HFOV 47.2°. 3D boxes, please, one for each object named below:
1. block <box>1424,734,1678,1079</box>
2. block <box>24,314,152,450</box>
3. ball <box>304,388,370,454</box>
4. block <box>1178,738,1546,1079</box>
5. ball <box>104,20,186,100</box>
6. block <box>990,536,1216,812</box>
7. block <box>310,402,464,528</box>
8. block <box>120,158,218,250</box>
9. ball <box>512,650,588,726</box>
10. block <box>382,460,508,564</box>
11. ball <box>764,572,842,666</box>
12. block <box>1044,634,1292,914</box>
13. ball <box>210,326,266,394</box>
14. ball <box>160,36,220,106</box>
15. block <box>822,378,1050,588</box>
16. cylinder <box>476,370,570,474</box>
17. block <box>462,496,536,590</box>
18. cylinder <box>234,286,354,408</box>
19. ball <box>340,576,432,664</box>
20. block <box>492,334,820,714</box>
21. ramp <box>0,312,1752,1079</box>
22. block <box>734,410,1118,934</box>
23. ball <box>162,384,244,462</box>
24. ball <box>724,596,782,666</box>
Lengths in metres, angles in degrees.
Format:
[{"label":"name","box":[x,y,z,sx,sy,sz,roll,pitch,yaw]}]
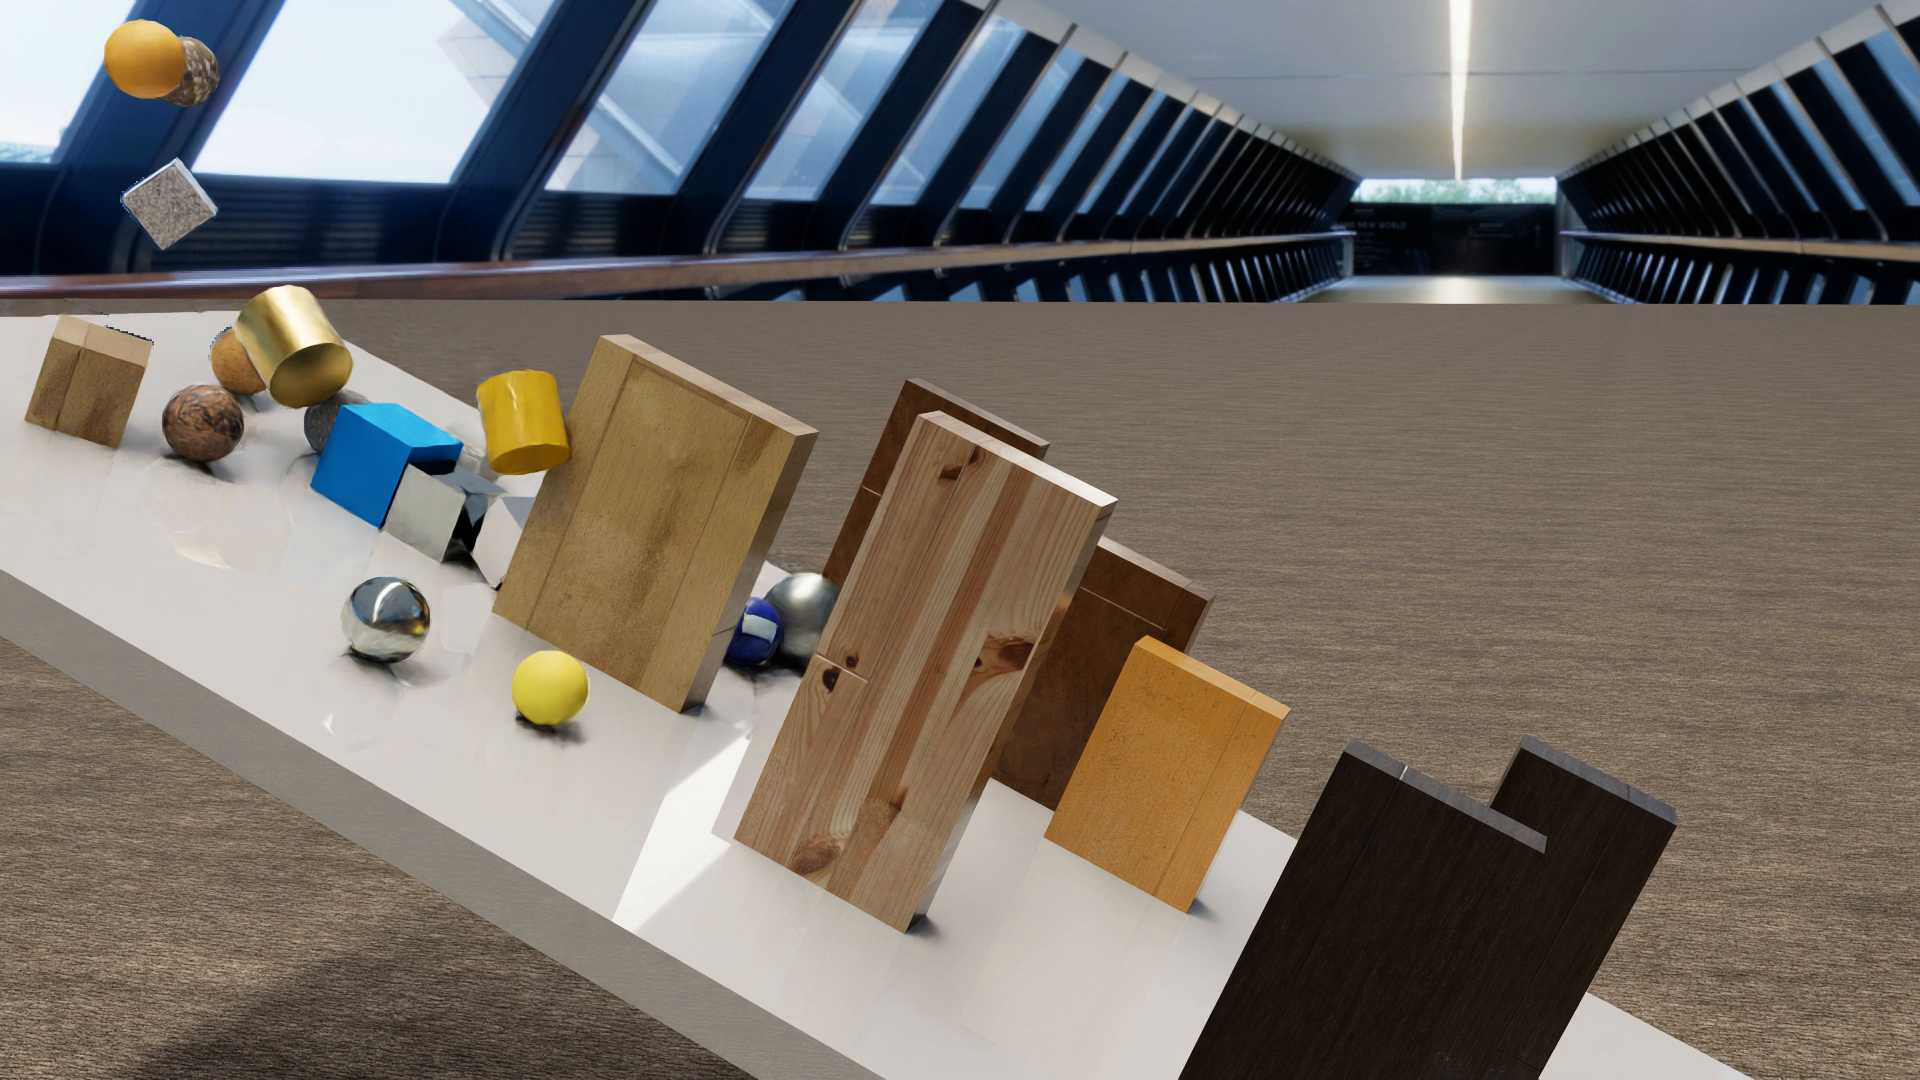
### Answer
[{"label":"block","box":[0.859,0.687,3.518,0.258,0.707,0.114,27,14,12]},{"label":"block","box":[-1.651,-0.302,4.172,0.171,0.171,0.171,19,14,-22]},{"label":"ball","box":[-1.295,-0.242,4.600,0.151,0.151,0.151,0,7,0]},{"label":"block","box":[0.517,0.656,3.055,0.292,0.703,0.091,27,14,12]},{"label":"ball","box":[-1.623,-0.957,4.380,0.155,0.155,0.155,0,7,0]},{"label":"block","box":[0.243,0.272,4.443,0.347,0.531,0.104,27,14,12]},{"label":"block","box":[-1.152,-0.152,4.424,0.181,0.181,0.181,29,14,16]},{"label":"block","box":[-1.543,-0.657,4.297,0.122,0.122,0.122,-36,21,-4]},{"label":"ball","box":[-0.701,0.253,3.758,0.130,0.130,0.130,0,7,0]},{"label":"block","box":[-1.022,-0.058,4.370,0.147,0.147,0.147,28,14,16]},{"label":"ball","box":[-0.323,0.166,4.607,0.195,0.195,0.195,0,7,0]},{"label":"block","box":[0.399,0.450,4.247,0.312,0.428,0.113,27,14,12]},{"label":"ball","box":[-1.541,-0.390,4.753,0.149,0.149,0.149,0,7,0]},{"label":"ball","box":[-1.678,-1.013,4.752,0.150,0.150,0.150,0,7,0]},{"label":"block","box":[-0.075,-0.025,4.929,0.338,0.584,0.087,27,14,12]},{"label":"cylinder","box":[-0.799,-0.214,4.019,0.146,0.146,0.146,-13,-16,-4]},{"label":"block","box":[-0.870,0.006,4.334,0.129,0.129,0.129,-44,-20,22]},{"label":"cylinder","box":[-1.364,-0.396,4.505,0.178,0.178,0.178,-7,50,-45]},{"label":"ball","box":[-0.969,0.135,3.712,0.148,0.148,0.148,0,7,0]},{"label":"block","box":[-0.574,-0.033,4.117,0.424,0.574,0.118,27,14,12]},{"label":"ramp","box":[-0.272,0.466,4.175,4.000,0.100,2.000,27,14,12]},{"label":"block","box":[-0.062,0.216,3.587,0.330,0.781,0.115,27,14,12]},{"label":"ball","box":[-1.462,-0.226,4.248,0.153,0.153,0.153,0,7,0]},{"label":"ball","box":[-0.431,0.184,4.465,0.142,0.142,0.142,0,7,0]}]
